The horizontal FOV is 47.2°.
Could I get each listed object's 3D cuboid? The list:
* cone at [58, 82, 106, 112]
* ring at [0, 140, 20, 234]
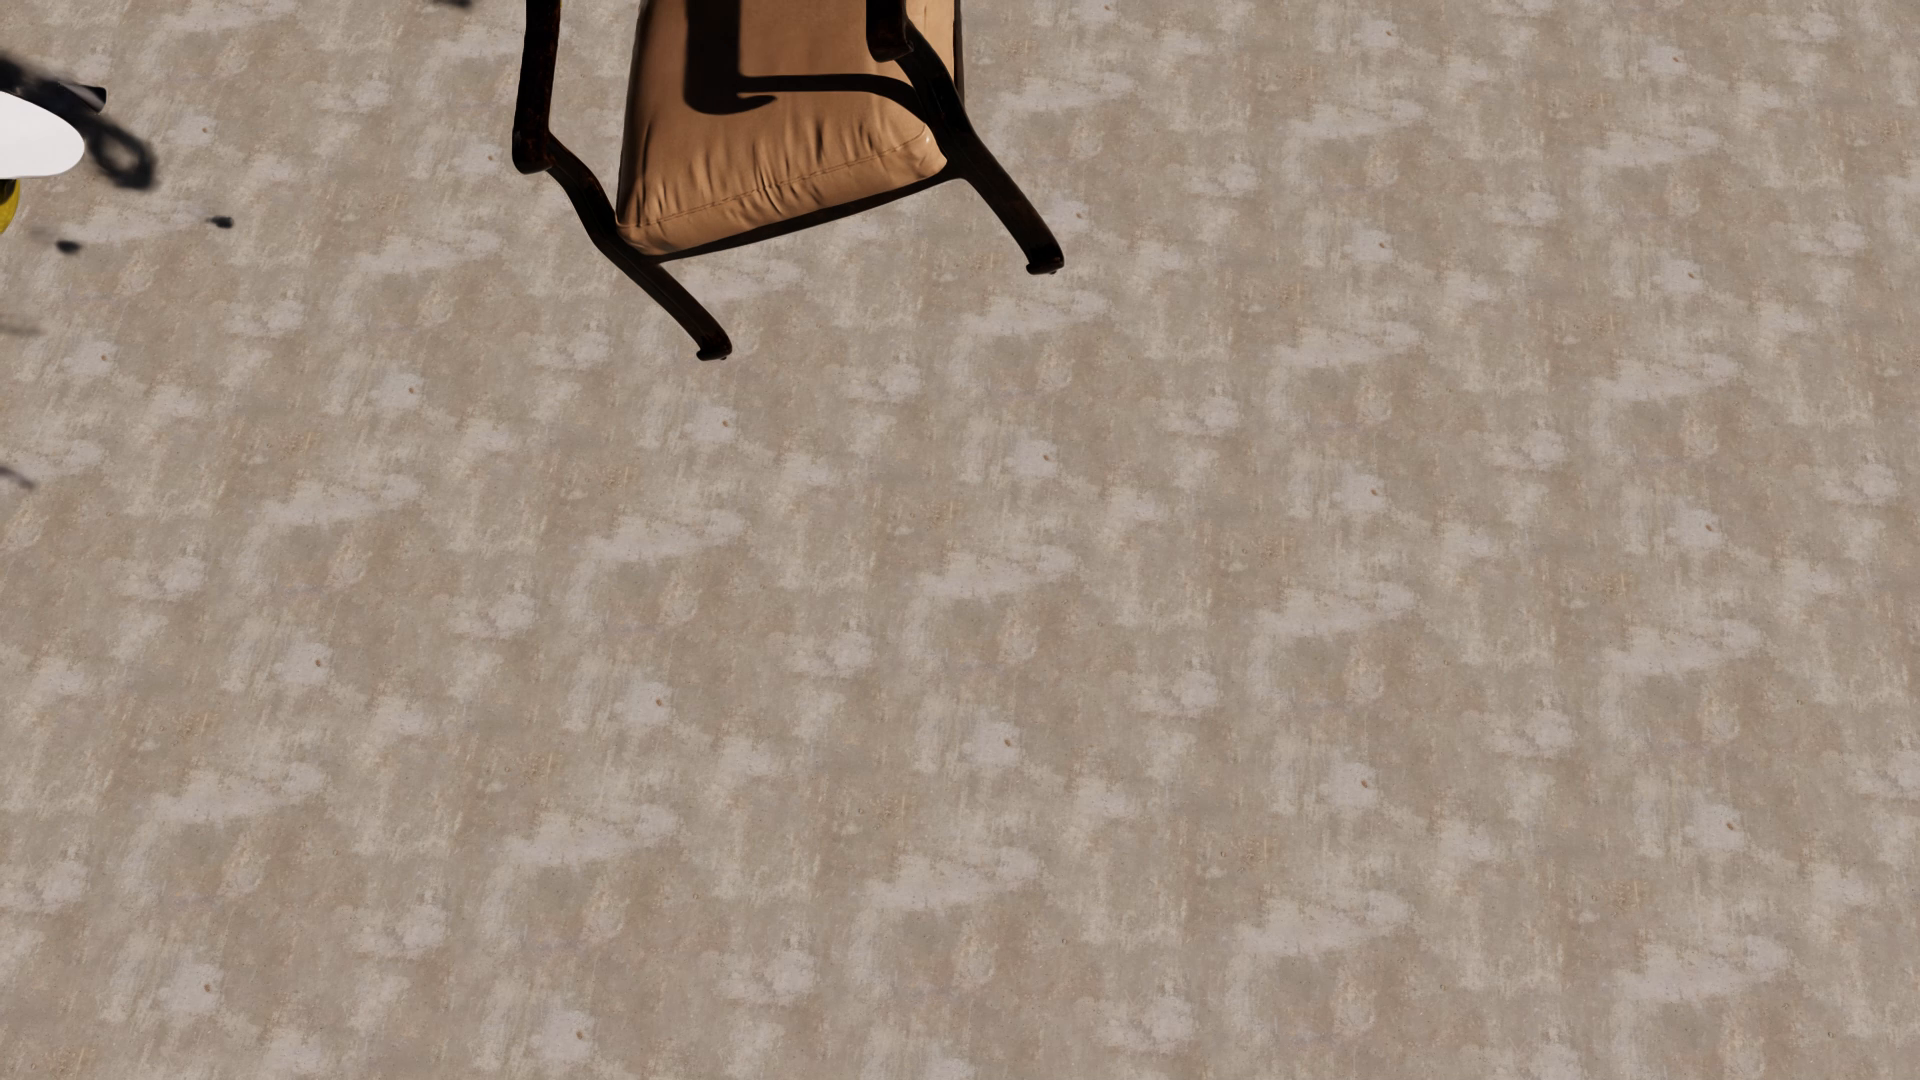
[{"bbox_3d":[-1.780,-0.906,4.443,0.094,0.087,0.052,40,105,52],"label":"cone"},{"bbox_3d":[-1.797,-0.629,3.878,0.257,0.272,0.063,-12,32,-19],"label":"ring"}]
